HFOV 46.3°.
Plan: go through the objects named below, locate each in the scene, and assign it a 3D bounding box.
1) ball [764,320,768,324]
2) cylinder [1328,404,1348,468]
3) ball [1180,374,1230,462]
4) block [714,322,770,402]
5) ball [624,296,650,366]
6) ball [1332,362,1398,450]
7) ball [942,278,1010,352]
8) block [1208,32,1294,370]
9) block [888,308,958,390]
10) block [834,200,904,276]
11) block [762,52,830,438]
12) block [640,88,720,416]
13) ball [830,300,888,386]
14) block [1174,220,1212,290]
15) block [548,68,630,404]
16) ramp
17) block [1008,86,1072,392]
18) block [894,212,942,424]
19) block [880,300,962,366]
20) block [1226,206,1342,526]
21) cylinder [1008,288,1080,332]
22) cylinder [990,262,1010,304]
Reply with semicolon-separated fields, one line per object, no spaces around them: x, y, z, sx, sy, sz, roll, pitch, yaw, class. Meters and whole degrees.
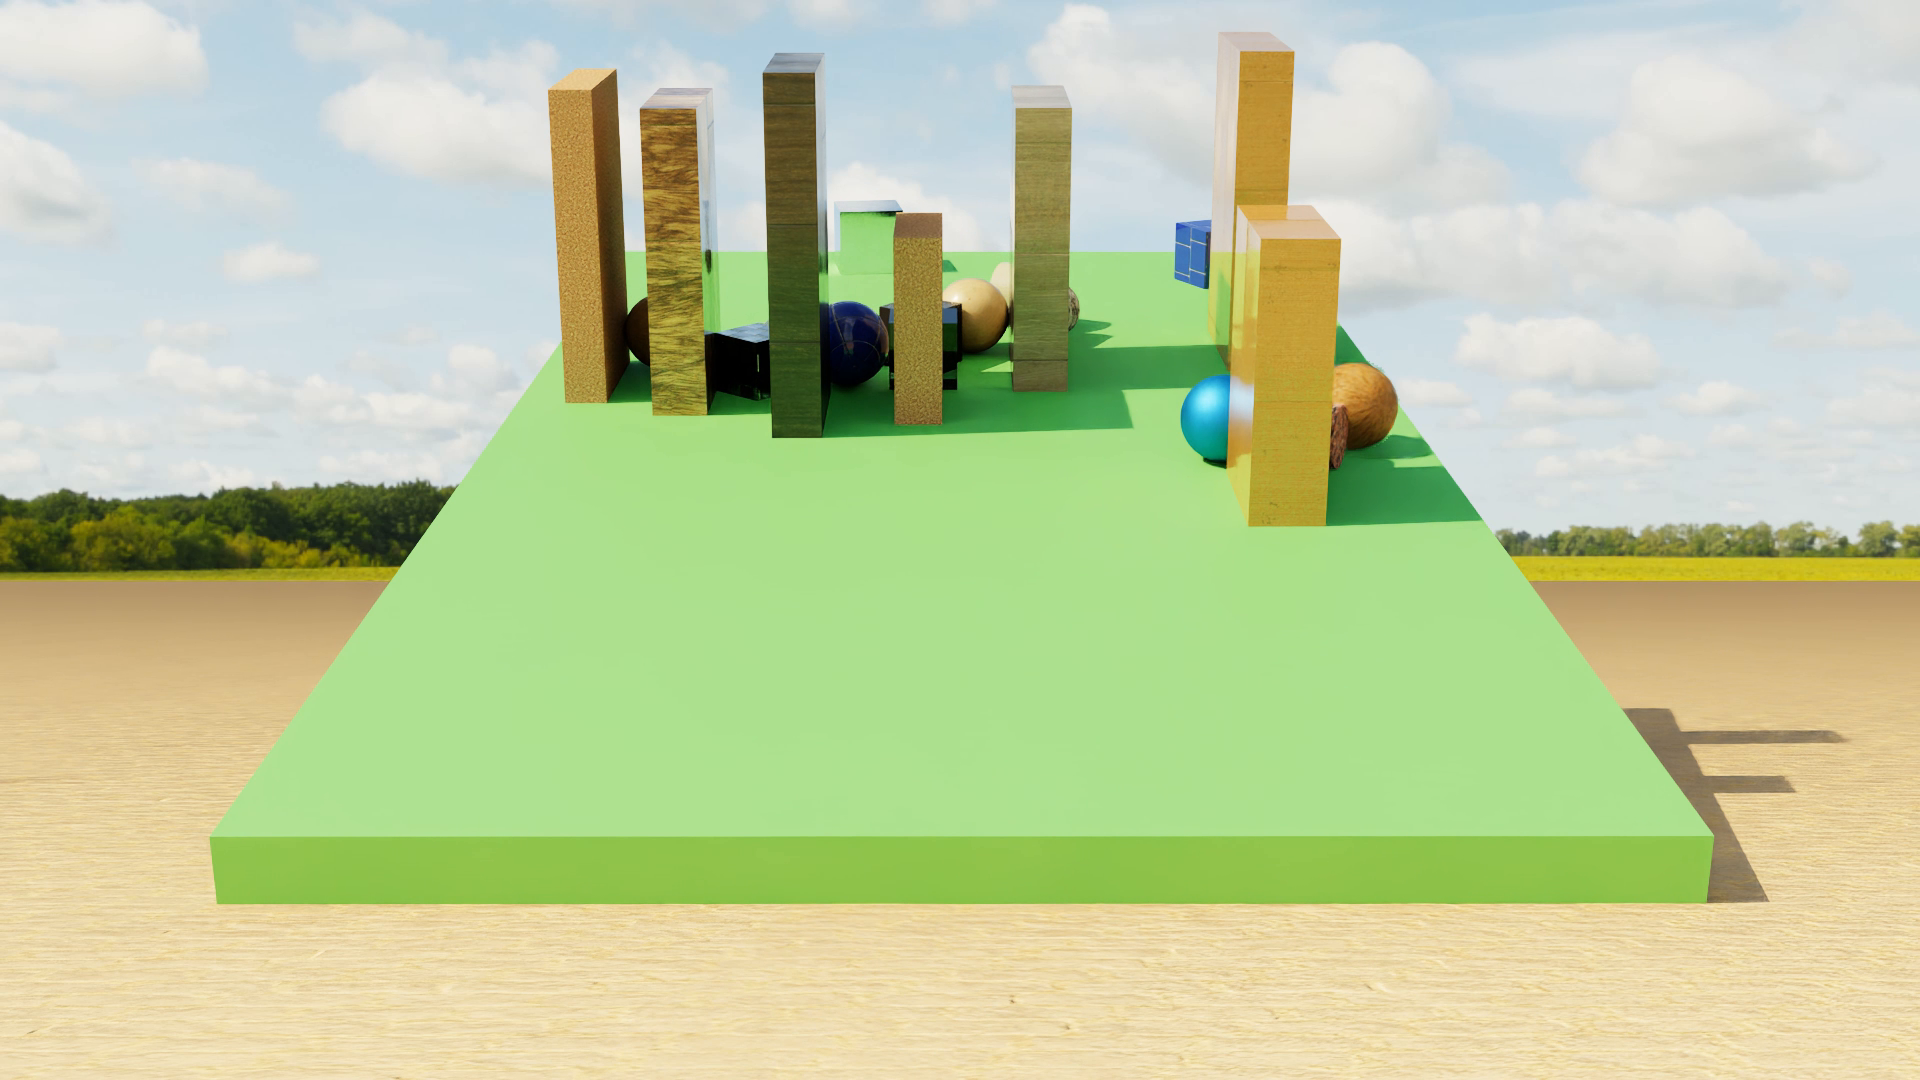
-0.410;-0.462;5.312;0.148;0.148;0.148;0;-1;0;ball
0.716;-0.220;4.612;0.134;0.134;0.134;8;2;21;cylinder
0.545;-0.251;4.631;0.181;0.181;0.181;0;-1;0;ball
-0.466;-0.412;5.178;0.138;0.138;0.138;17;25;40;block
-0.711;-0.500;5.372;0.182;0.182;0.182;0;-1;0;ball
0.829;-0.282;4.721;0.184;0.184;0.184;0;-1;0;ball
0.029;-0.554;5.531;0.185;0.185;0.185;0;-1;0;ball
0.704;-0.833;5.471;0.125;0.754;0.440;0;18;0;block
-0.085;-0.448;5.257;0.158;0.158;0.158;0;18;0;block
-0.266;-0.880;6.512;0.182;0.182;0.182;-3;19;-8;block
-0.350;-0.644;4.868;0.107;0.773;0.368;0;18;0;block
-0.623;-0.652;5.046;0.121;0.677;0.349;0;18;0;block
-0.263;-0.458;5.222;0.198;0.198;0.198;0;-1;0;ball
0.719;-0.811;6.342;0.161;0.161;0.161;-9;20;-25;block
-0.848;-0.705;5.163;0.094;0.703;0.392;0;18;0;block
-0.004;-0.191;4.894;2.000;0.100;4.000;0;18;0;ramp
0.185;-0.716;5.283;0.126;0.650;0.406;0;18;0;block
-0.091;-0.497;4.998;0.104;0.414;0.303;0;18;0;block
-0.095;-0.498;5.428;0.143;0.143;0.143;12;22;32;block
0.618;-0.341;4.321;0.146;0.549;0.351;0;18;0;block
0.209;-0.571;5.645;0.143;0.143;0.143;0;16;26;cylinder
0.179;-0.634;5.815;0.159;0.159;0.159;9;3;24;cylinder
